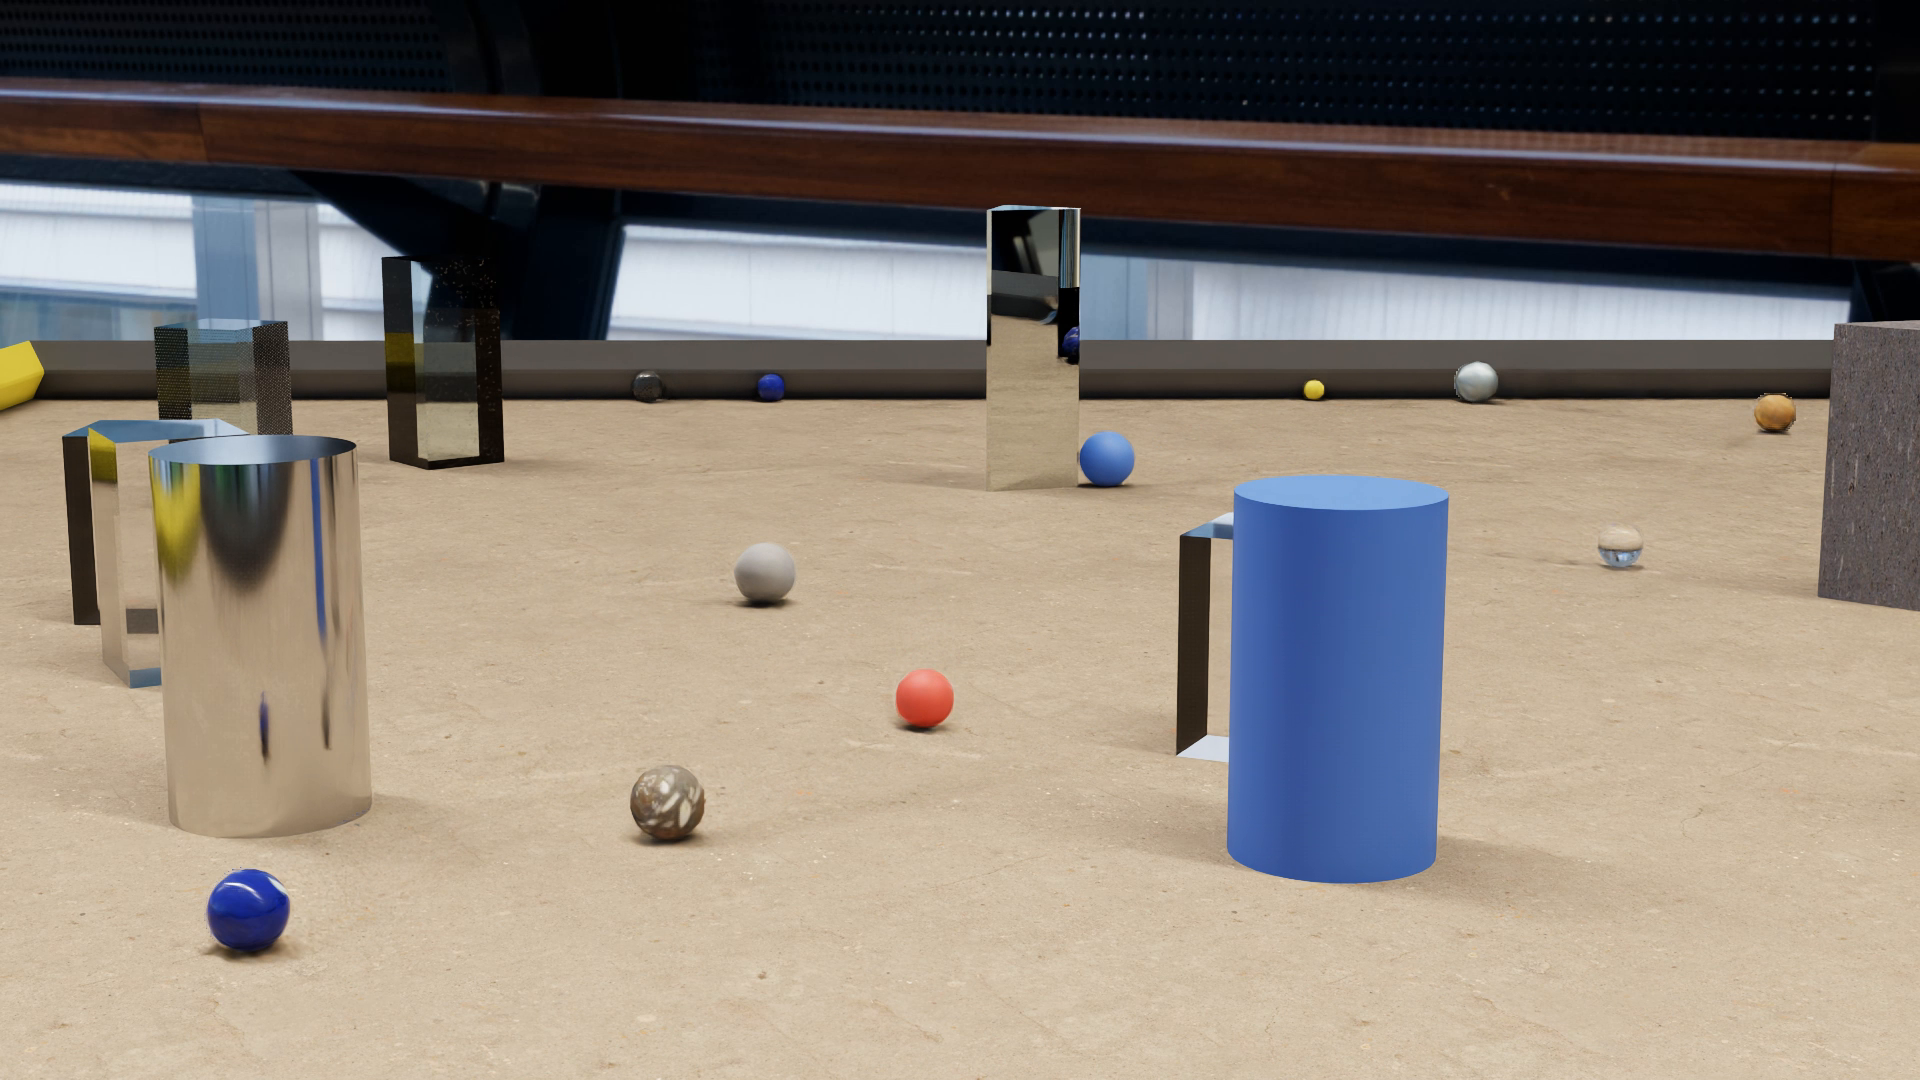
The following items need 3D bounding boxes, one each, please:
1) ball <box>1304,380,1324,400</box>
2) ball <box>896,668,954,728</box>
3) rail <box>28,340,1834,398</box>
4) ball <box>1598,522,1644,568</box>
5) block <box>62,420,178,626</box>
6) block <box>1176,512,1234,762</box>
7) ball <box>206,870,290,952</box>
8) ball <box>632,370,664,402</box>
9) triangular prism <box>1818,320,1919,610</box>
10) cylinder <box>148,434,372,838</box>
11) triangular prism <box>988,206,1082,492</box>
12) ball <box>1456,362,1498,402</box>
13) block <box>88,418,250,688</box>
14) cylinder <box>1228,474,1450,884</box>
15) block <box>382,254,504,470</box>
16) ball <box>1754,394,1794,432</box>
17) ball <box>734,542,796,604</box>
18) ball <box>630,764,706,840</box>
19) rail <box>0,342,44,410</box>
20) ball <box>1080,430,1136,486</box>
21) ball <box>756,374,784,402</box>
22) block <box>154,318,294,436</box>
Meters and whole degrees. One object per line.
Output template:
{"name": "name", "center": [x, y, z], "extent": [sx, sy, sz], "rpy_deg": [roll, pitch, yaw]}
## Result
{"name": "ball", "center": [0.778, -0.329, 5.623], "extent": [0.044, 0.044, 0.044], "rpy_deg": [0, 11, 0]}
{"name": "ball", "center": [-0.039, 0.176, 2.851], "extent": [0.065, 0.065, 0.065], "rpy_deg": [0, 11, 0]}
{"name": "rail", "center": [-0.013, -0.373, 5.633], "extent": [4.066, 0.126, 0.045], "rpy_deg": [0, 11, 0]}
{"name": "ball", "center": [0.967, 0.007, 3.755], "extent": [0.066, 0.066, 0.066], "rpy_deg": [0, 11, 0]}
{"name": "block", "center": [-1.088, -0.026, 3.427], "extent": [0.155, 0.250, 0.155], "rpy_deg": [0, 11, -1]}
{"name": "block", "center": [0.334, 0.106, 2.749], "extent": [0.155, 0.239, 0.155], "rpy_deg": [5, 12, 25]}
{"name": "ball", "center": [-0.591, 0.308, 2.132], "extent": [0.068, 0.068, 0.068], "rpy_deg": [0, 11, 0]}
{"name": "ball", "center": [-0.680, -0.334, 5.590], "extent": [0.068, 0.068, 0.068], "rpy_deg": [0, 11, 0]}
{"name": "triangular prism", "center": [1.299, -0.107, 3.517], "extent": [0.168, 0.378, 0.146], "rpy_deg": [9, 14, 41]}
{"name": "cylinder", "center": [-0.681, 0.090, 2.505], "extent": [0.194, 0.360, 0.194], "rpy_deg": [0, 11, 0]}
{"name": "triangular prism", "center": [0.105, -0.338, 4.475], "extent": [0.168, 0.482, 0.146], "rpy_deg": [-4, 11, -18]}
{"name": "ball", "center": [1.125, -0.343, 5.577], "extent": [0.089, 0.089, 0.089], "rpy_deg": [0, 11, 0]}
{"name": "block", "center": [-0.950, 0.012, 3.106], "extent": [0.155, 0.293, 0.155], "rpy_deg": [-6, 12, -29]}
{"name": "cylinder", "center": [0.348, 0.124, 2.373], "extent": [0.194, 0.341, 0.194], "rpy_deg": [0, 11, 0]}
{"name": "block", "center": [-0.953, -0.332, 4.729], "extent": [0.155, 0.377, 0.155], "rpy_deg": [-8, 13, -38]}
{"name": "ball", "center": [1.631, -0.254, 5.136], "extent": [0.076, 0.076, 0.076], "rpy_deg": [0, 11, 0]}
{"name": "ball", "center": [-0.266, 0.045, 3.502], "extent": [0.084, 0.084, 0.084], "rpy_deg": [0, 11, 0]}
{"name": "ball", "center": [-0.278, 0.249, 2.439], "extent": [0.071, 0.071, 0.071], "rpy_deg": [0, 11, 0]}
{"name": "rail", "center": [-2.009, 0.035, 3.438], "extent": [0.045, 0.126, 4.491], "rpy_deg": [0, 11, 0]}
{"name": "ball", "center": [0.257, -0.142, 4.474], "extent": [0.097, 0.097, 0.097], "rpy_deg": [0, 11, 0]}
{"name": "ball", "center": [-0.414, -0.332, 5.600], "extent": [0.060, 0.060, 0.060], "rpy_deg": [0, 11, 0]}
{"name": "block", "center": [-1.231, -0.213, 4.304], "extent": [0.155, 0.299, 0.155], "rpy_deg": [3, 11, 17]}
